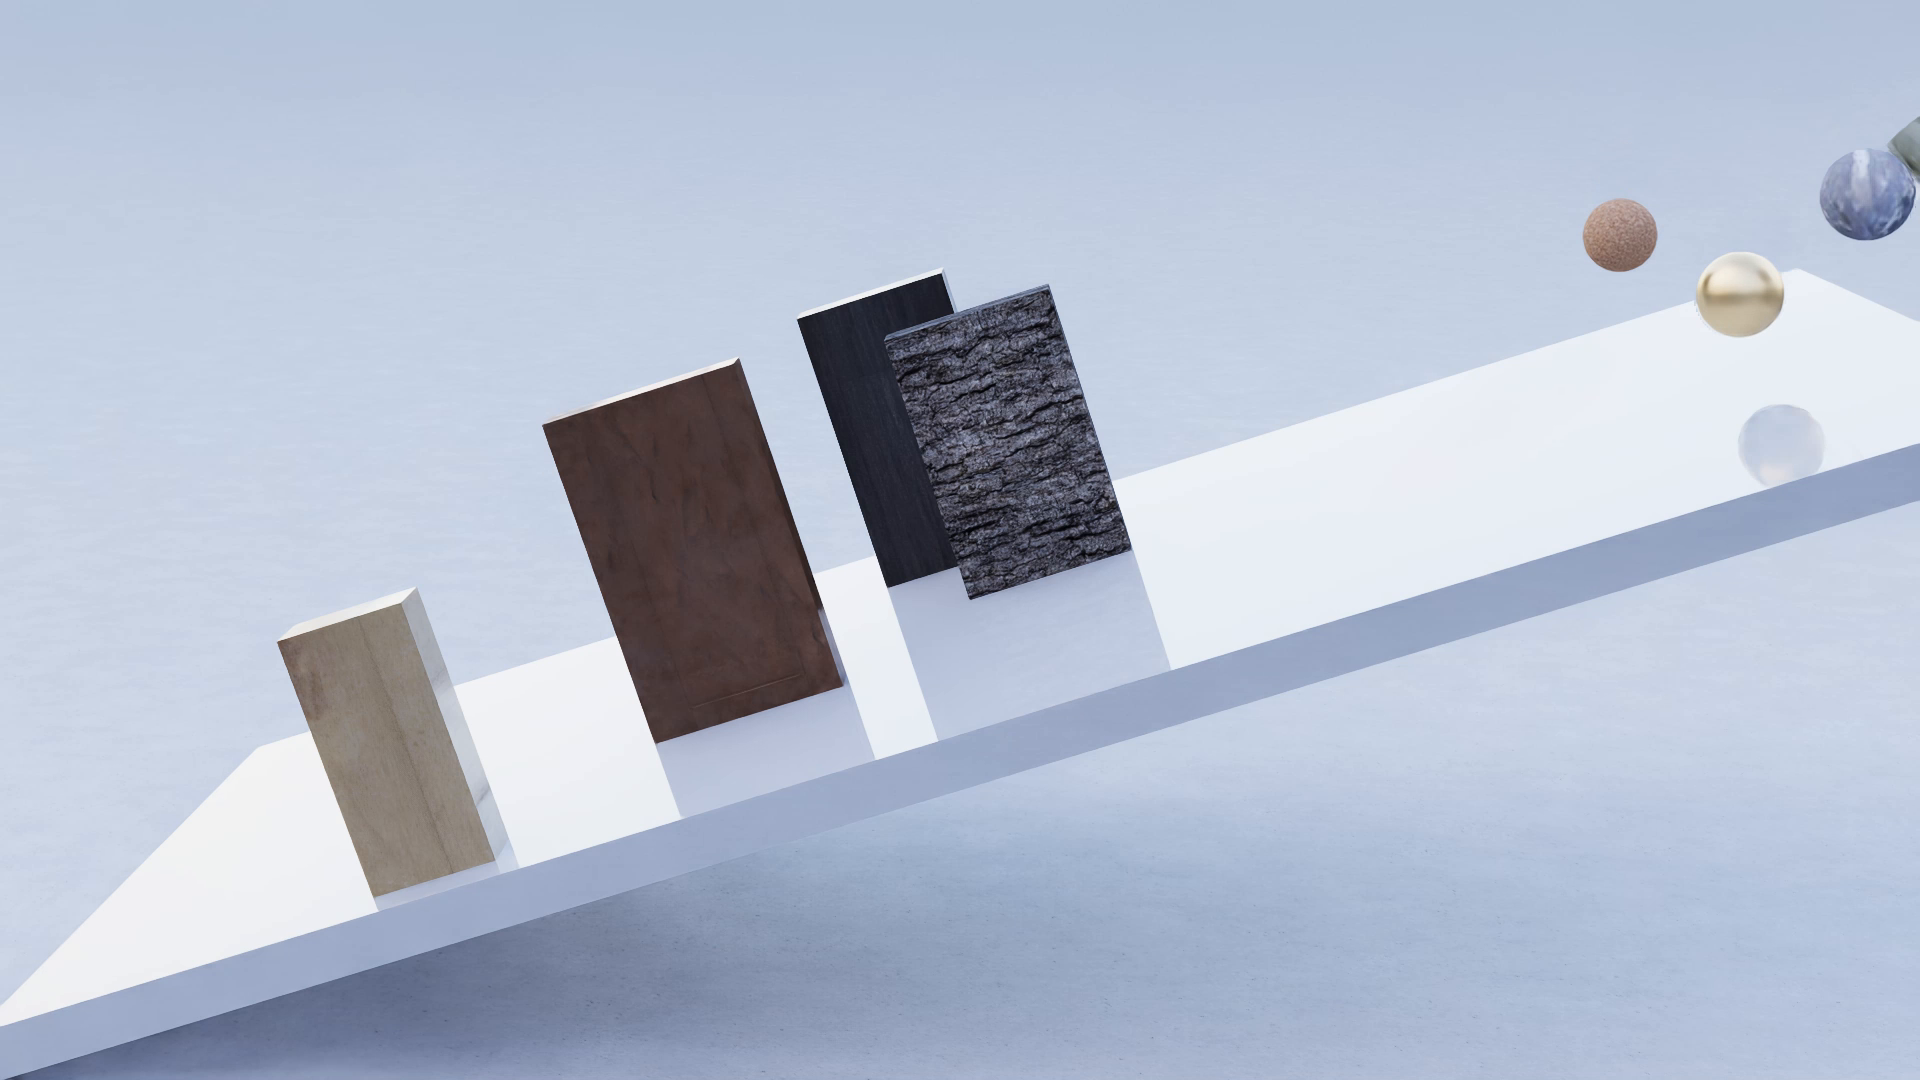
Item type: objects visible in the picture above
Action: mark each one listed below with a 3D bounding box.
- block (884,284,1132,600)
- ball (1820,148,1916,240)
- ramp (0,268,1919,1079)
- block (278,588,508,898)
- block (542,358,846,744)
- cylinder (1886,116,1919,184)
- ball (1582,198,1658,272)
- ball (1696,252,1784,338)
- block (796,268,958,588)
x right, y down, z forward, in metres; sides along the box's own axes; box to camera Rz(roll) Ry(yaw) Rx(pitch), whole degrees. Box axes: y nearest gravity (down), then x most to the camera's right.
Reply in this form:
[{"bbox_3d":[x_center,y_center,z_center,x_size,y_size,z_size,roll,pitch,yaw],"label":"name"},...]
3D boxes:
[{"bbox_3d":[0.107,-0.213,6.411,0.371,0.599,0.103,-17,10,5],"label":"block"},{"bbox_3d":[1.829,-0.696,5.931,0.185,0.185,0.185,0,12,0],"label":"ball"},{"bbox_3d":[0.101,0.183,6.310,4.000,0.100,2.000,-17,10,5],"label":"ramp"},{"bbox_3d":[-1.067,0.381,5.555,0.247,0.521,0.137,-17,10,5],"label":"block"},{"bbox_3d":[-0.539,0.023,6.016,0.409,0.698,0.103,-17,10,5],"label":"block"},{"bbox_3d":[1.994,-0.790,5.949,0.166,0.166,0.166,-37,-8,-6],"label":"cylinder"},{"bbox_3d":[1.385,-0.640,6.174,0.154,0.154,0.154,0,12,0],"label":"ball"},{"bbox_3d":[1.618,-0.509,6.098,0.179,0.179,0.179,0,12,0],"label":"ball"},{"bbox_3d":[-0.104,-0.260,6.840,0.349,0.662,0.119,-17,10,5],"label":"block"}]
